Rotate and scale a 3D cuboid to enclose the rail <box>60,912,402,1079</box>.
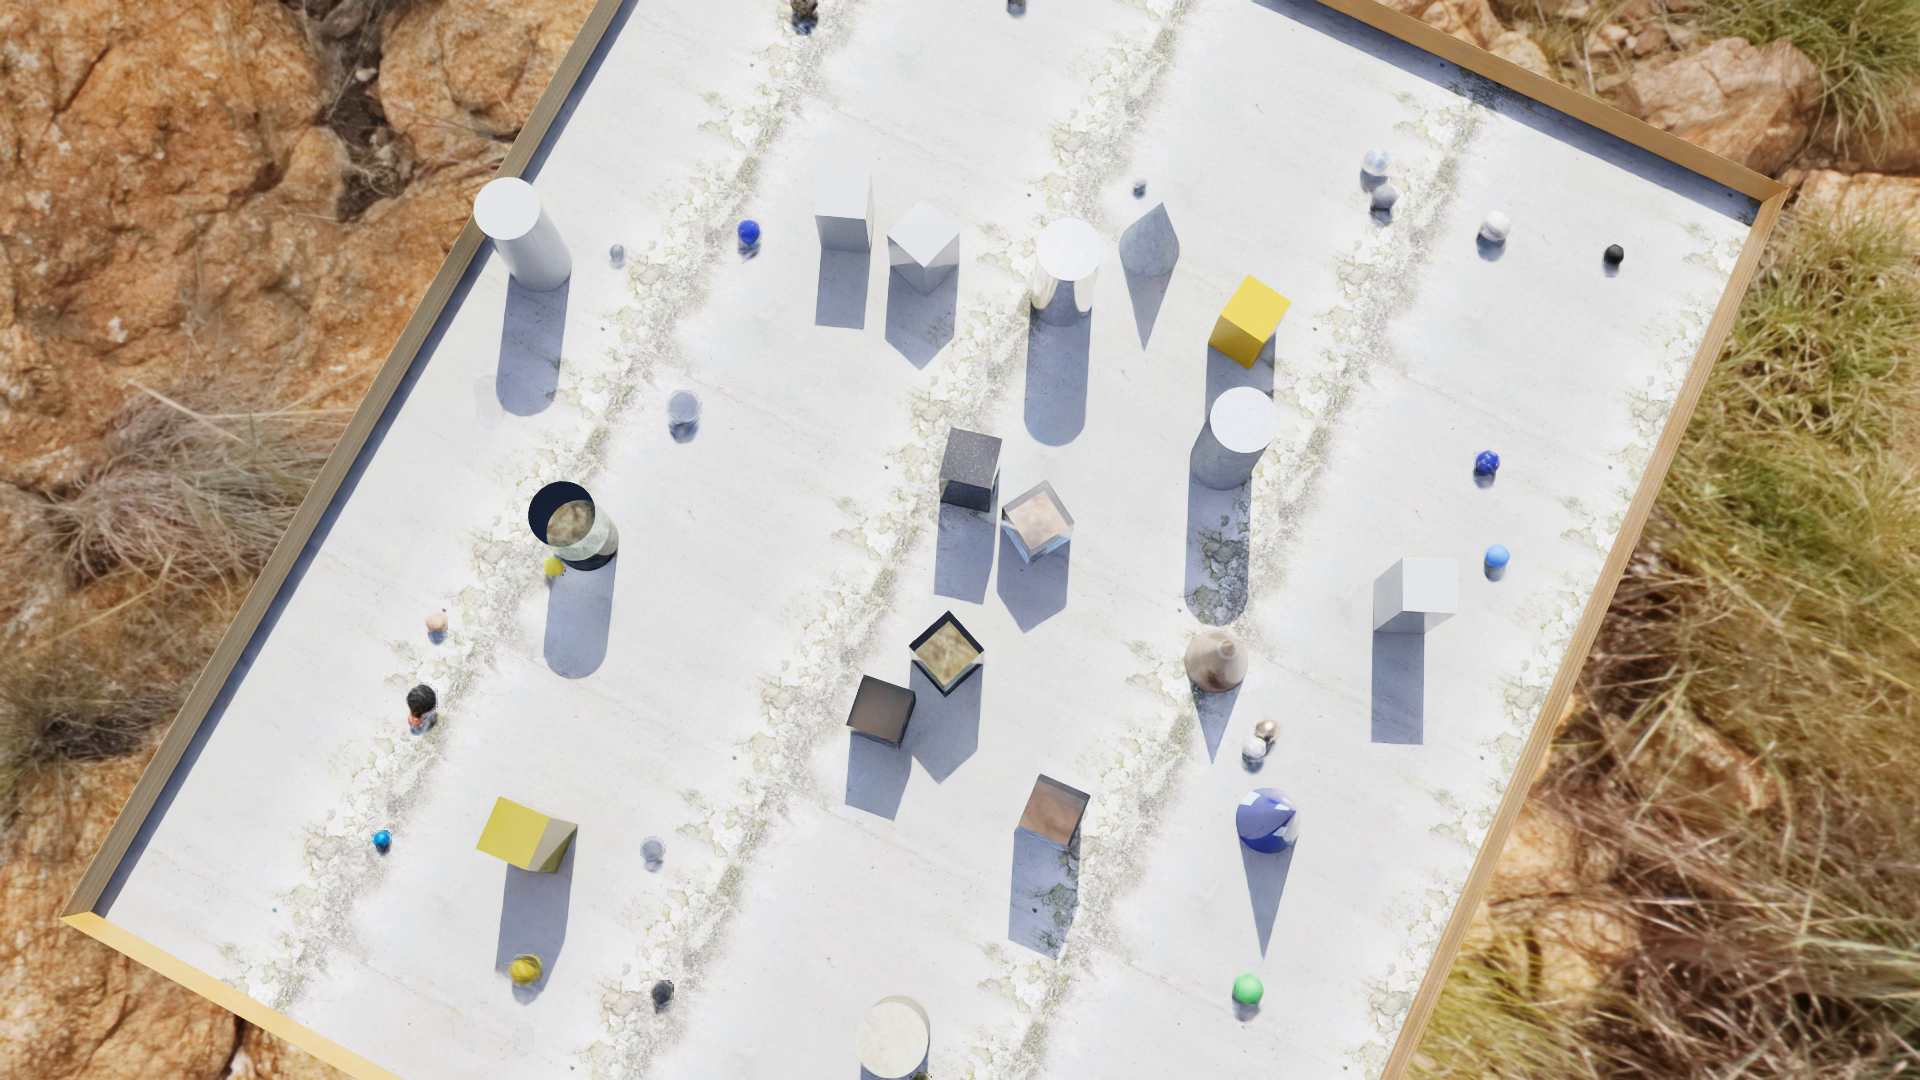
[{"bbox_3d":[-0.954,1.876,5.163,3.636,0.126,0.045,26,80,5],"label":"rail"}]

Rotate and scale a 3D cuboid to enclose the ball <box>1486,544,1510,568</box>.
[{"bbox_3d":[1.635,0.049,5.571,0.070,0.070,0.070,0,78,0],"label":"ball"}]

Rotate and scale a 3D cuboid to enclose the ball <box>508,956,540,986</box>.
[{"bbox_3d":[-1.262,1.249,5.312,0.089,0.089,0.089,0,78,0],"label":"ball"}]

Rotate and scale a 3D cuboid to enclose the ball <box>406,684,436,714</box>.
[{"bbox_3d":[-1.609,0.475,5.473,0.088,0.088,0.088,0,78,0],"label":"ball"}]

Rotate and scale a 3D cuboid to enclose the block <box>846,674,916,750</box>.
[{"bbox_3d":[-0.230,0.508,5.391,0.156,0.236,0.156,18,79,4],"label":"block"}]

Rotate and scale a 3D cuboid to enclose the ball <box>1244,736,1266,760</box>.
[{"bbox_3d":[0.877,0.621,5.453,0.069,0.069,0.069,0,78,0],"label":"ball"}]

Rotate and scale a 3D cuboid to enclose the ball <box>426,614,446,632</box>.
[{"bbox_3d":[-1.581,0.251,5.535,0.058,0.058,0.058,0,78,0],"label":"ball"}]

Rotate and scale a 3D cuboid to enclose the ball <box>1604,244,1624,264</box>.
[{"bbox_3d":[2.061,-0.898,5.771,0.062,0.062,0.062,0,78,0],"label":"ball"}]

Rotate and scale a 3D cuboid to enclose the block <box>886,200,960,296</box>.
[{"bbox_3d":[-0.111,-0.900,5.664,0.156,0.271,0.156,43,81,8],"label":"block"}]

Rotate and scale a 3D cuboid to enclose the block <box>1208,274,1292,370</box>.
[{"bbox_3d":[0.884,-0.664,5.611,0.156,0.279,0.156,35,80,7],"label":"block"}]

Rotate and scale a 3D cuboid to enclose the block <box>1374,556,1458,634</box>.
[{"bbox_3d":[1.336,0.166,5.390,0.156,0.376,0.156,3,78,1],"label":"block"}]

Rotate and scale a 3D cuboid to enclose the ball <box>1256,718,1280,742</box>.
[{"bbox_3d":[0.917,0.565,5.464,0.069,0.069,0.069,0,78,0],"label":"ball"}]

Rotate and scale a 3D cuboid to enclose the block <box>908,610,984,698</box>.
[{"bbox_3d":[-0.039,0.338,5.398,0.156,0.291,0.156,-41,81,-8],"label":"block"}]

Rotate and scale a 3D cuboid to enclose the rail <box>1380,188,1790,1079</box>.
[{"bbox_3d":[1.605,0.792,5.387,0.045,0.126,4.315,26,80,5],"label":"rail"}]

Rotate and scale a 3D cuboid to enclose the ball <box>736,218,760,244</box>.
[{"bbox_3d":[-0.666,-0.974,5.779,0.076,0.076,0.076,0,78,0],"label":"ball"}]

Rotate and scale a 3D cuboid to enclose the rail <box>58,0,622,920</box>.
[{"bbox_3d":[-1.605,-0.779,5.712,0.045,0.126,4.315,26,80,5],"label":"rail"}]

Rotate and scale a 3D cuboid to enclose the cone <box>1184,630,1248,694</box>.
[{"bbox_3d":[0.775,0.331,5.368,0.195,0.353,0.195,0,78,0],"label":"cone"}]

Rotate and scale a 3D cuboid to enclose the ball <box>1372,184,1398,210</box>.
[{"bbox_3d":[1.342,-1.084,5.800,0.080,0.080,0.080,0,78,0],"label":"ball"}]

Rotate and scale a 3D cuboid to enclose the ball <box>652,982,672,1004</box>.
[{"bbox_3d":[-0.865,1.313,5.314,0.061,0.061,0.061,0,78,0],"label":"ball"}]

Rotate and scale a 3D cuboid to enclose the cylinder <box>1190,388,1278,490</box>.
[{"bbox_3d":[0.808,-0.294,5.438,0.195,0.468,0.195,0,78,0],"label":"cylinder"}]

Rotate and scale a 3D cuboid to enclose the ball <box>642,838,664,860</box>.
[{"bbox_3d":[-0.906,0.911,5.396,0.062,0.062,0.062,0,78,0],"label":"ball"}]

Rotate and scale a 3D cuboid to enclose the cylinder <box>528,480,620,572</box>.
[{"bbox_3d":[-1.142,-0.037,5.435,0.195,0.370,0.195,0,78,0],"label":"cylinder"}]

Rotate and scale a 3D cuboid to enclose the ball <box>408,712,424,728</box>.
[{"bbox_3d":[-1.630,0.537,5.482,0.045,0.045,0.045,0,78,0],"label":"ball"}]

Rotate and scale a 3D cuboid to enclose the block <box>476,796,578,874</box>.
[{"bbox_3d":[-1.235,0.847,5.247,0.156,0.380,0.156,22,79,4],"label":"block"}]

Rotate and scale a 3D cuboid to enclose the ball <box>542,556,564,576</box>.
[{"bbox_3d":[-1.235,0.080,5.562,0.061,0.061,0.061,0,78,0],"label":"ball"}]

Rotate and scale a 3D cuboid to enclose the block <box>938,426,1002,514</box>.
[{"bbox_3d":[0.031,-0.207,5.496,0.156,0.321,0.156,13,79,3],"label":"block"}]

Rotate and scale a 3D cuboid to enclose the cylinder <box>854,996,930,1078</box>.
[{"bbox_3d":[-0.182,1.374,5.092,0.195,0.471,0.195,0,78,0],"label":"cylinder"}]

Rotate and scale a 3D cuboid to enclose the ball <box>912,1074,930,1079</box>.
[{"bbox_3d":[-0.111,1.566,5.261,0.061,0.061,0.061,0,78,0],"label":"ball"}]

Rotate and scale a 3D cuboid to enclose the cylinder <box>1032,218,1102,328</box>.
[{"bbox_3d":[0.321,-0.806,5.564,0.195,0.430,0.195,0,78,0],"label":"cylinder"}]

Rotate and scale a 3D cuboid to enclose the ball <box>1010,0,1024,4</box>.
[{"bbox_3d":[0.187,-1.778,5.949,0.070,0.070,0.070,0,78,0],"label":"ball"}]

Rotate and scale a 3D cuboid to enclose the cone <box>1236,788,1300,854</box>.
[{"bbox_3d":[0.915,0.786,5.217,0.195,0.464,0.195,0,78,0],"label":"cone"}]

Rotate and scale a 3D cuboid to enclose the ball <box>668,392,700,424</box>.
[{"bbox_3d":[-0.853,-0.409,5.652,0.097,0.097,0.097,0,78,0],"label":"ball"}]

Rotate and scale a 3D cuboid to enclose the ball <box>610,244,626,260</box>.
[{"bbox_3d":[-1.081,-0.908,5.779,0.049,0.049,0.049,0,78,0],"label":"ball"}]

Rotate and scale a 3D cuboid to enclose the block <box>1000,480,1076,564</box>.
[{"bbox_3d":[0.232,-0.051,5.506,0.156,0.237,0.156,-32,80,-6],"label":"block"}]

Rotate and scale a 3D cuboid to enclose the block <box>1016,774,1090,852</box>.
[{"bbox_3d":[0.264,0.787,5.274,0.156,0.352,0.156,23,79,5],"label":"block"}]

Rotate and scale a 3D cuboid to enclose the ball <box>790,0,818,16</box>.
[{"bbox_3d":[-0.505,-1.744,5.932,0.090,0.090,0.090,0,78,0],"label":"ball"}]

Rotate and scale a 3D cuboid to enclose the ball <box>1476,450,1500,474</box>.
[{"bbox_3d":[1.621,-0.239,5.628,0.074,0.074,0.074,0,78,0],"label":"ball"}]

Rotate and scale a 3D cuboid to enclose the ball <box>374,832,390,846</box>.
[{"bbox_3d":[-1.707,0.883,5.411,0.044,0.044,0.044,0,78,0],"label":"ball"}]

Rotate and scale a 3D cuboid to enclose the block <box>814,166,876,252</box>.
[{"bbox_3d":[-0.355,-1.022,5.683,0.156,0.284,0.156,5,78,1],"label":"block"}]

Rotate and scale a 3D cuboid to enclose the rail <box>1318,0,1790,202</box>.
[{"bbox_3d":[0.954,-1.862,5.936,3.636,0.126,0.045,26,80,5],"label":"rail"}]

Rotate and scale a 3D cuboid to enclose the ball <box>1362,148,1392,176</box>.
[{"bbox_3d":[1.323,-1.200,5.819,0.089,0.089,0.089,0,78,0],"label":"ball"}]

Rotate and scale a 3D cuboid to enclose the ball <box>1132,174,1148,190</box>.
[{"bbox_3d":[0.573,-1.138,5.828,0.048,0.048,0.048,0,78,0],"label":"ball"}]

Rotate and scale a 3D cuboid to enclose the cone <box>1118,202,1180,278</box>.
[{"bbox_3d":[0.600,-0.963,5.618,0.195,0.388,0.195,0,78,0],"label":"cone"}]

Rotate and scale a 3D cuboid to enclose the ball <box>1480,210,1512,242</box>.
[{"bbox_3d":[1.687,-0.989,5.773,0.095,0.095,0.095,0,78,0],"label":"ball"}]

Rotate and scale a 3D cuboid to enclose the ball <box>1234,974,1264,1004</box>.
[{"bbox_3d":[0.835,1.301,5.303,0.086,0.086,0.086,0,78,0],"label":"ball"}]

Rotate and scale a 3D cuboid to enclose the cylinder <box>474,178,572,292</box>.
[{"bbox_3d":[-1.324,-0.923,5.576,0.195,0.454,0.195,0,78,0],"label":"cylinder"}]
